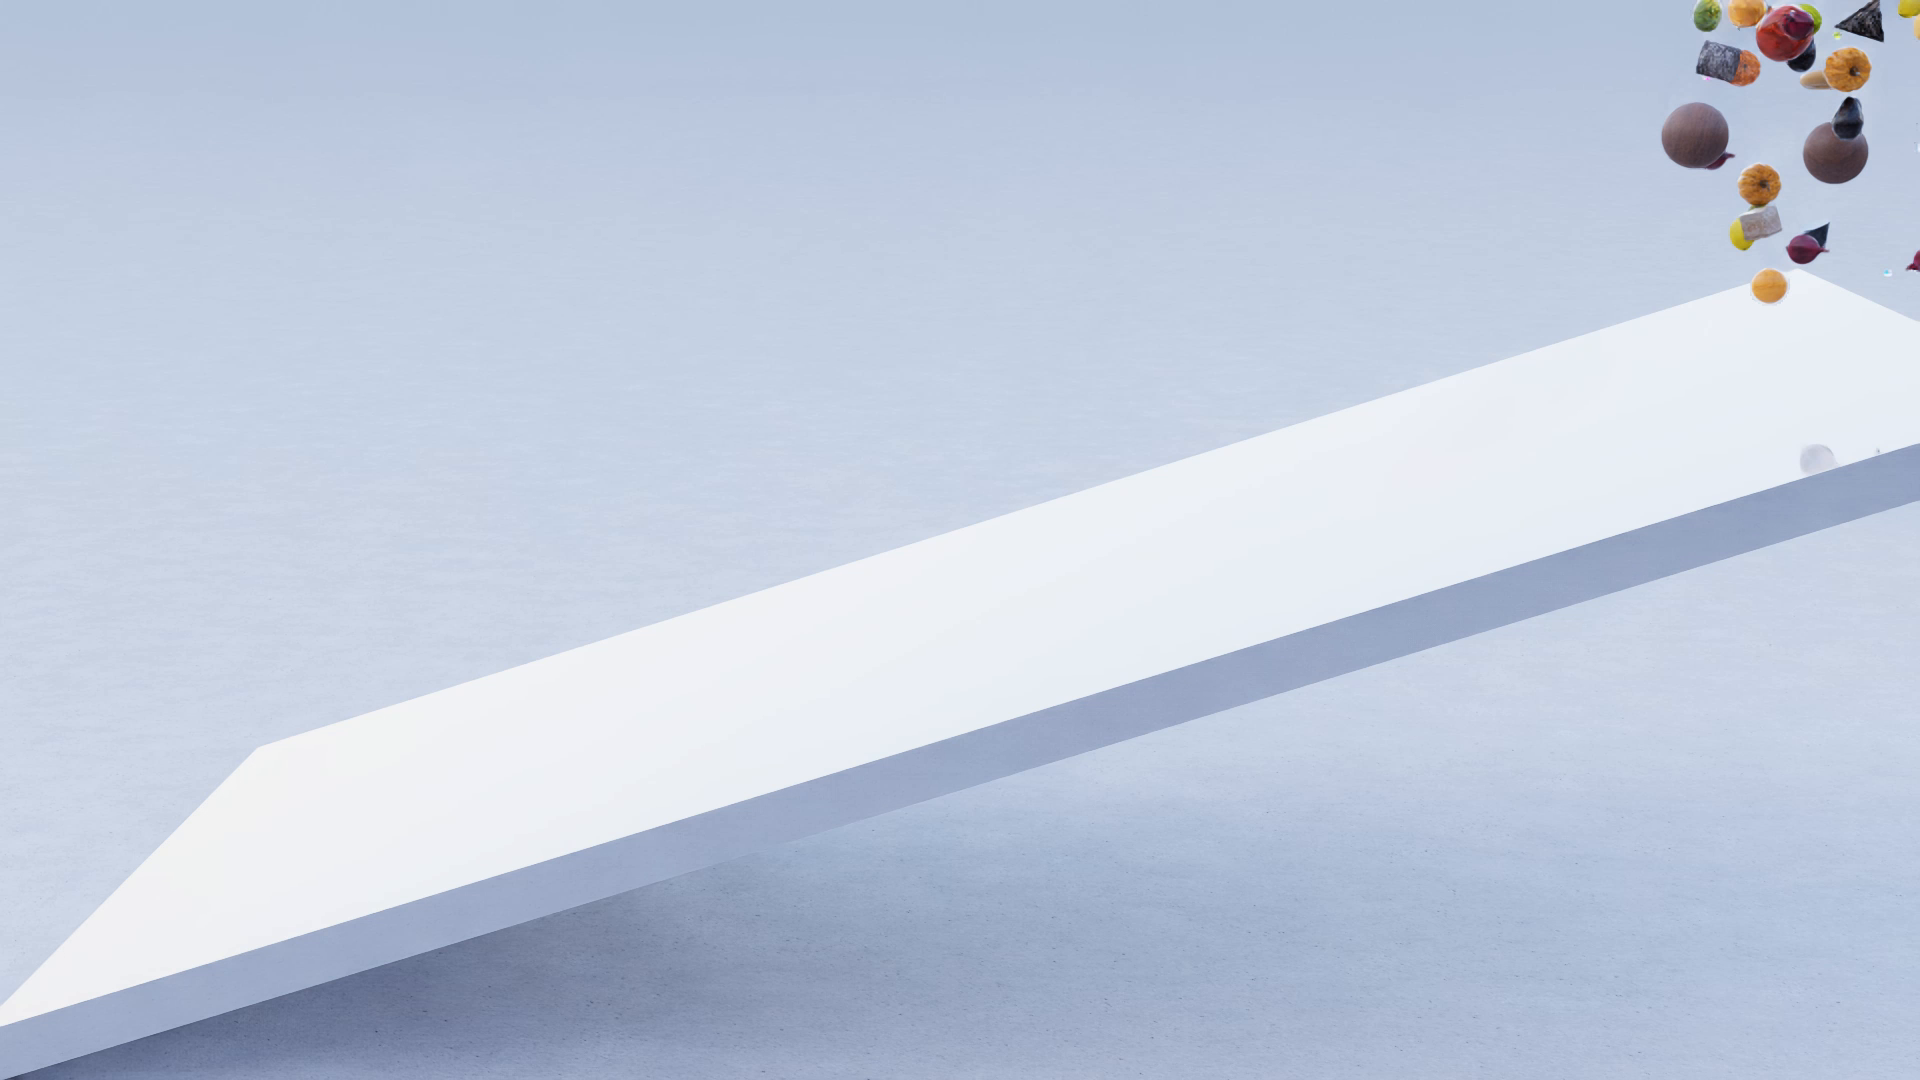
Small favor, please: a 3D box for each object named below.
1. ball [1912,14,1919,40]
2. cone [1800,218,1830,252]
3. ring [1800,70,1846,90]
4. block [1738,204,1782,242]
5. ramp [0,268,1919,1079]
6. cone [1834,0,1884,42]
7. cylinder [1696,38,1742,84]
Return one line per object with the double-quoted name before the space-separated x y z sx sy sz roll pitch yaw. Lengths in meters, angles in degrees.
"ball" 2.014 -1.065 6.105 0.070 0.070 0.070 0 12 0
"cone" 1.756 -0.616 6.007 0.062 0.062 0.062 -21 15 6
"ring" 1.811 -0.966 6.173 0.094 0.031 0.094 0 -1 0
"block" 1.606 -0.635 5.898 0.054 0.054 0.054 -24 11 -38
"ramp" 0.101 0.183 6.310 4.000 0.100 2.000 -17 10 5
"cone" 1.757 -1.012 5.761 0.090 0.090 0.090 -7 9 17
"cylinder" 1.559 -0.983 6.043 0.070 0.070 0.070 27 18 11
